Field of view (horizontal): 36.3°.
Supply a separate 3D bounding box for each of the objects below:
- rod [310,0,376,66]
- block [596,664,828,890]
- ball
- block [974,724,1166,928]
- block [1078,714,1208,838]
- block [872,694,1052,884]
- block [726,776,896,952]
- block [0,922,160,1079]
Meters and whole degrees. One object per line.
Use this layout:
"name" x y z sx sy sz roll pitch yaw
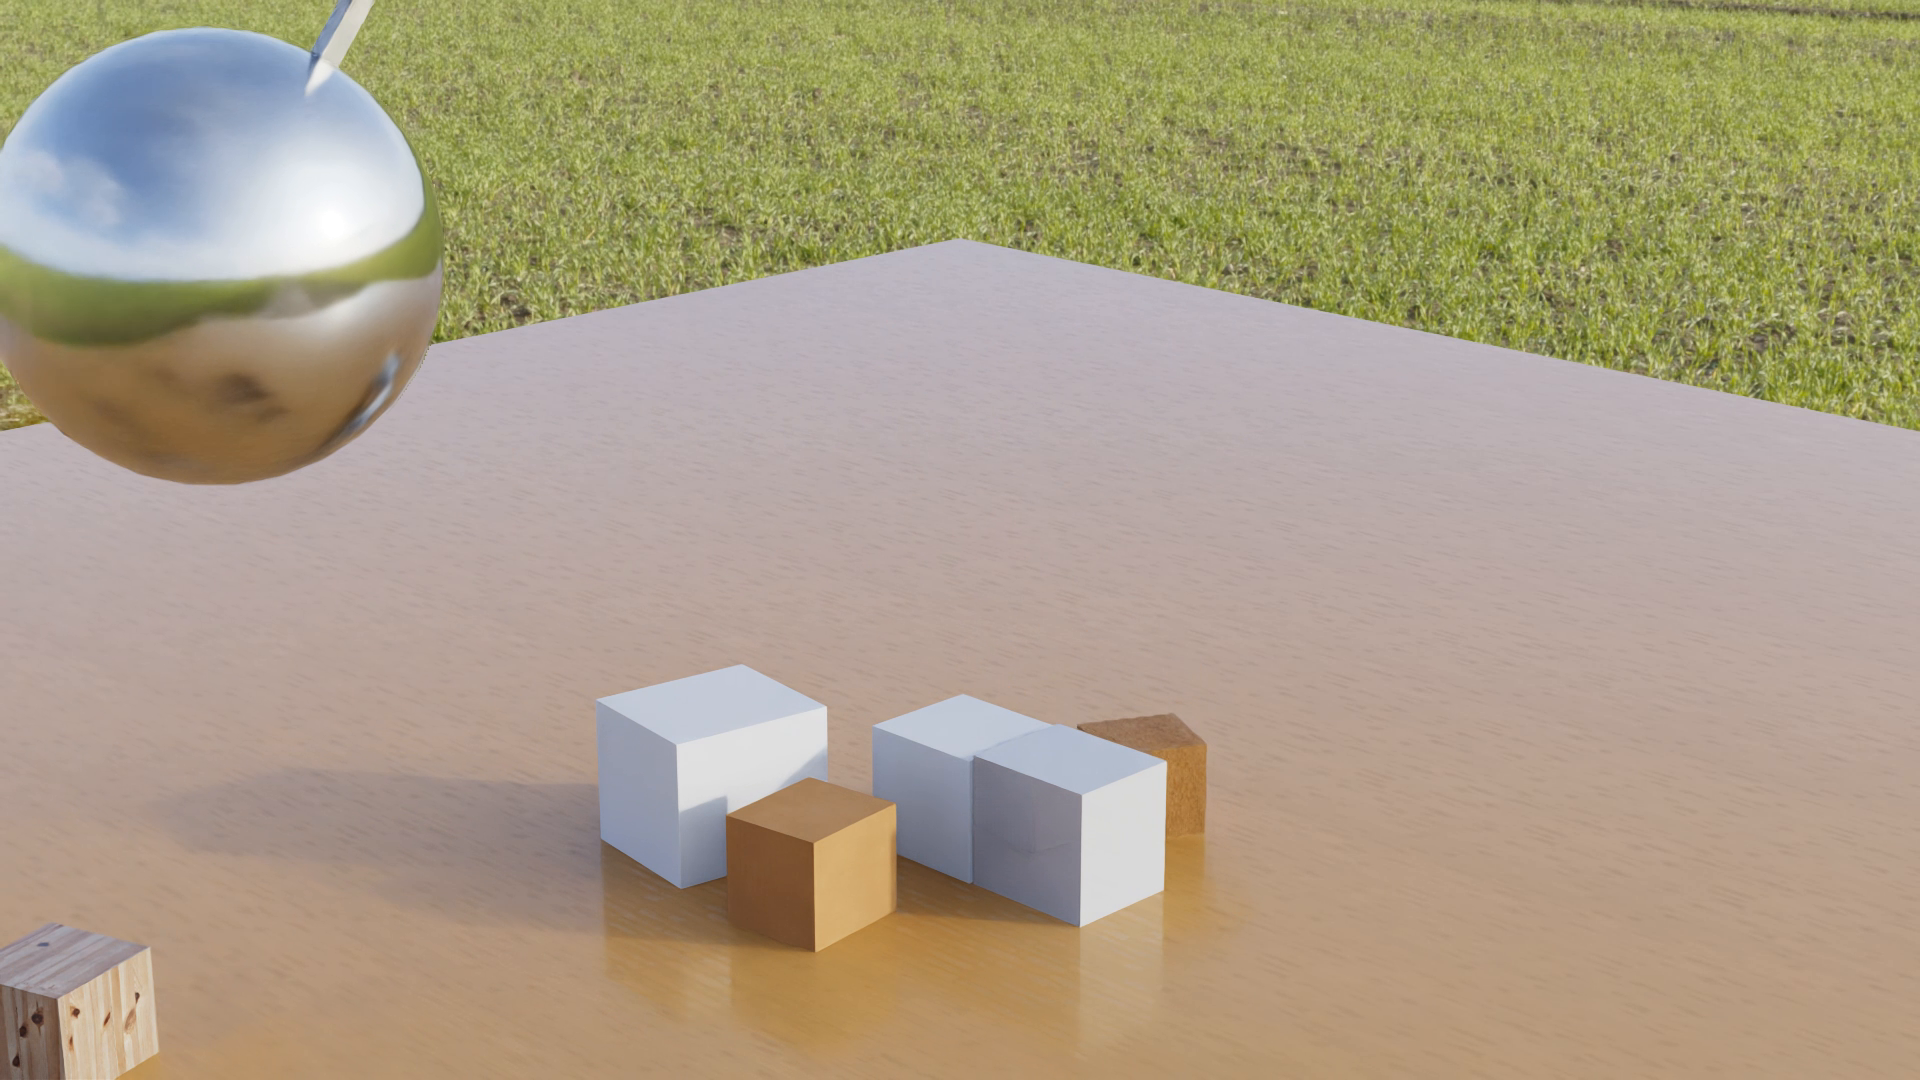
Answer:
"rod" -1.135 -3.986 10.899 0.080 5.200 0.080 17 -14 42
"block" -1.157 1.090 13.706 0.810 0.701 0.722 -13 21 -35
"ball" -2.619 -0.989 10.285 1.600 1.600 1.600 0 17 0
"block" 0.493 1.277 13.233 0.660 0.628 0.562 17 24 42
"block" 0.862 1.136 13.984 0.496 0.448 0.432 -5 18 -17
"block" 0.028 1.151 13.687 0.596 0.597 0.635 -17 24 -42
"block" -0.653 1.426 12.951 0.505 0.513 0.561 13 22 36
"block" -3.568 1.873 11.619 0.519 0.460 0.517 9 19 25
